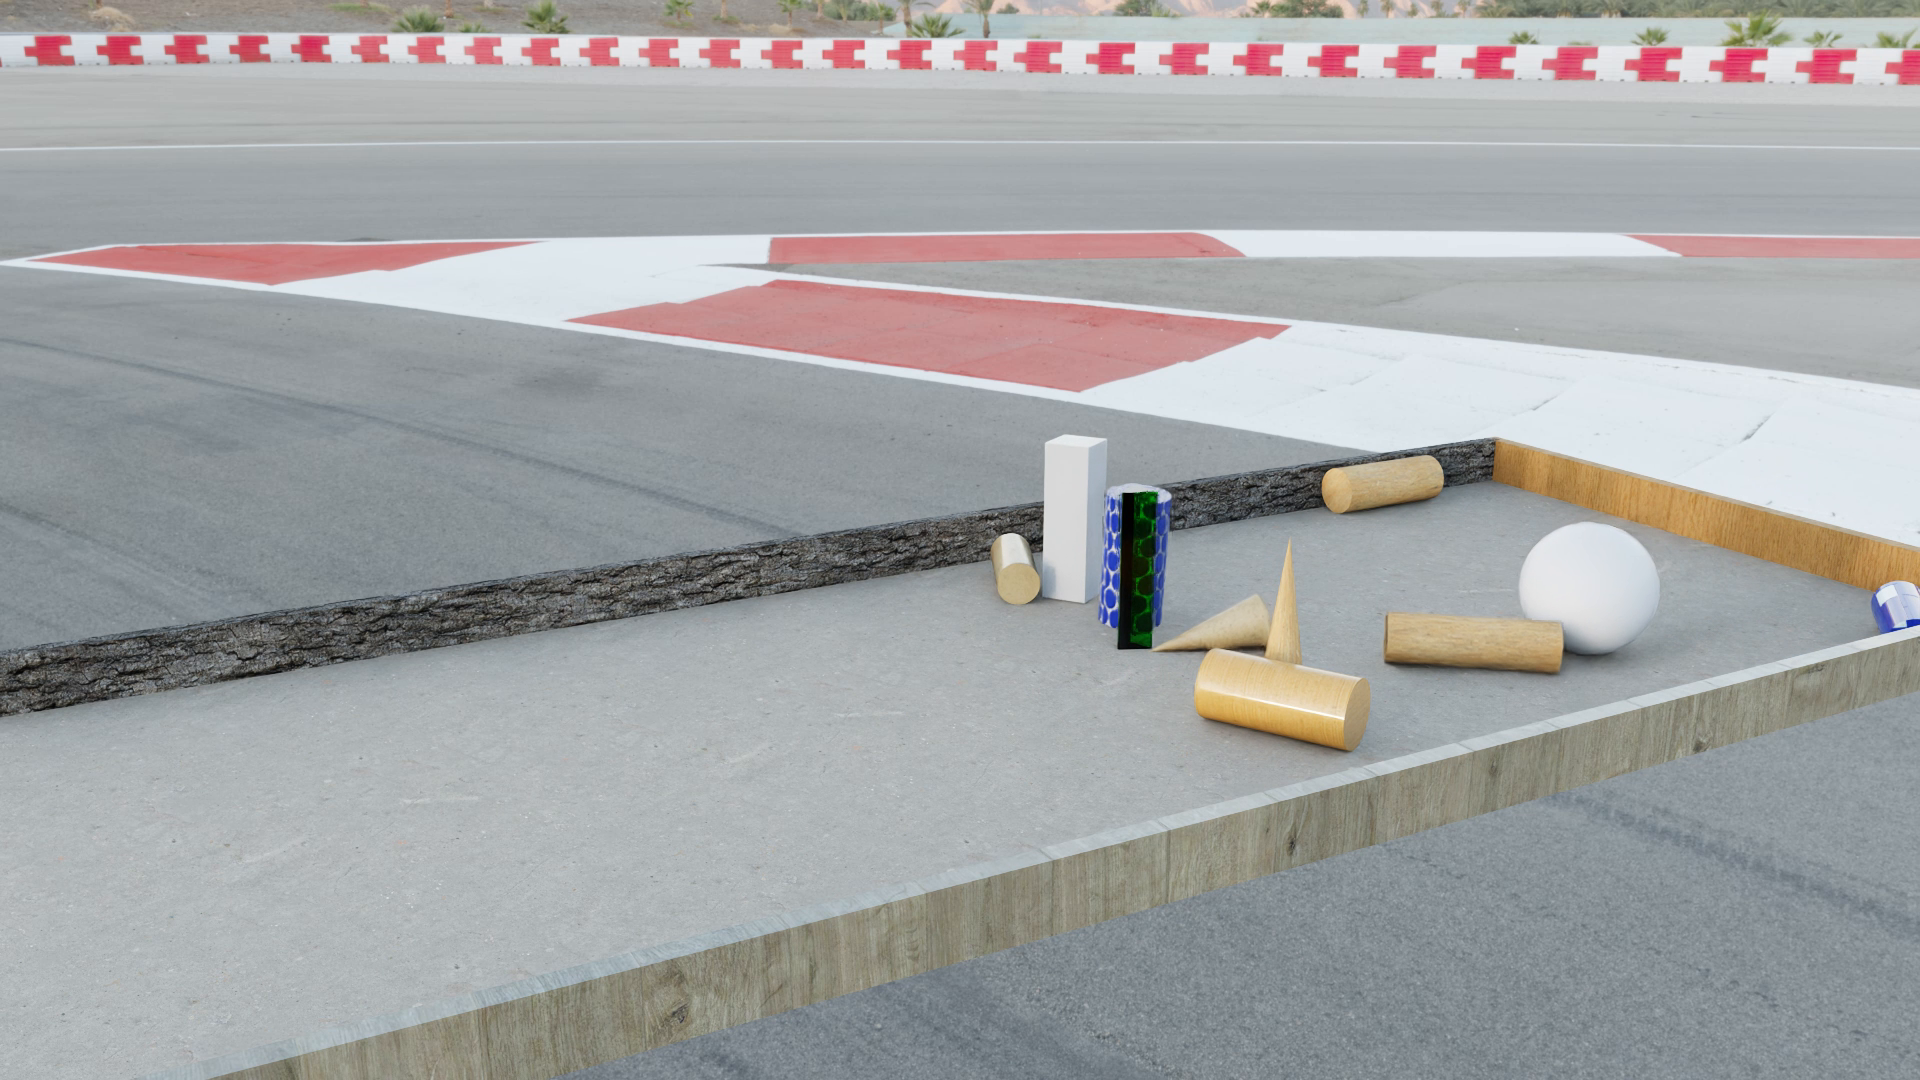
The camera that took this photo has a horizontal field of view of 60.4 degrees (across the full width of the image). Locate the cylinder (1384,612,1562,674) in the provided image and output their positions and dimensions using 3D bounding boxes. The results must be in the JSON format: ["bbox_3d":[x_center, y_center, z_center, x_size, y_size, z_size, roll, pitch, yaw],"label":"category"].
[{"bbox_3d":[1.312,0.263,4.229,0.425,0.131,0.131,3,17,11],"label":"cylinder"}]

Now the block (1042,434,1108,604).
[{"bbox_3d":[0.330,-0.062,4.753,0.134,0.455,0.134,8,17,27],"label":"block"}]

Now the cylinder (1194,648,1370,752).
[{"bbox_3d":[0.744,0.366,3.813,0.363,0.169,0.169,10,19,32],"label":"cylinder"}]

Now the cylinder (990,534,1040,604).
[{"bbox_3d":[0.160,0.083,4.855,0.123,0.123,0.310,-1,16,-2],"label":"cylinder"}]

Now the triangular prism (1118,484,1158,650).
[{"bbox_3d":[0.460,0.072,4.349,0.092,0.430,0.079,-1,16,-5],"label":"triangular prism"}]

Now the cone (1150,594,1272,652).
[{"bbox_3d":[0.651,0.254,4.365,0.325,0.144,0.144,-15,18,-5],"label":"cone"}]

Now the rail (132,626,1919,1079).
[{"bbox_3d":[-2.336,1.006,1.665,12.000,0.150,0.050,-9,18,-27],"label":"rail"}]

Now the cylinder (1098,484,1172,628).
[{"bbox_3d":[0.478,0.047,4.528,0.176,0.365,0.176,2,20,-1],"label":"cylinder"}]

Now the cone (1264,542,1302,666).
[{"bbox_3d":[0.771,0.198,3.915,0.126,0.433,0.126,0,16,0],"label":"cone"}]

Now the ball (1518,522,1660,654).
[{"bbox_3d":[1.643,0.126,4.314,0.346,0.346,0.346,0,16,0],"label":"ball"}]

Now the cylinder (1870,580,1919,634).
[{"bbox_3d":[2.505,0.221,4.362,0.135,0.135,0.342,7,18,21],"label":"cylinder"}]

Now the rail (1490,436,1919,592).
[{"bbox_3d":[2.466,-0.048,5.253,0.050,0.150,2.100,-9,18,-27],"label":"rail"}]

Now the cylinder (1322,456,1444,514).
[{"bbox_3d":[1.474,-0.196,5.746,0.415,0.155,0.155,-9,18,-27],"label":"cylinder"}]

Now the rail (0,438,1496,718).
[{"bbox_3d":[-3.305,0.497,3.399,12.000,0.150,0.050,-9,18,-27],"label":"rail"}]
